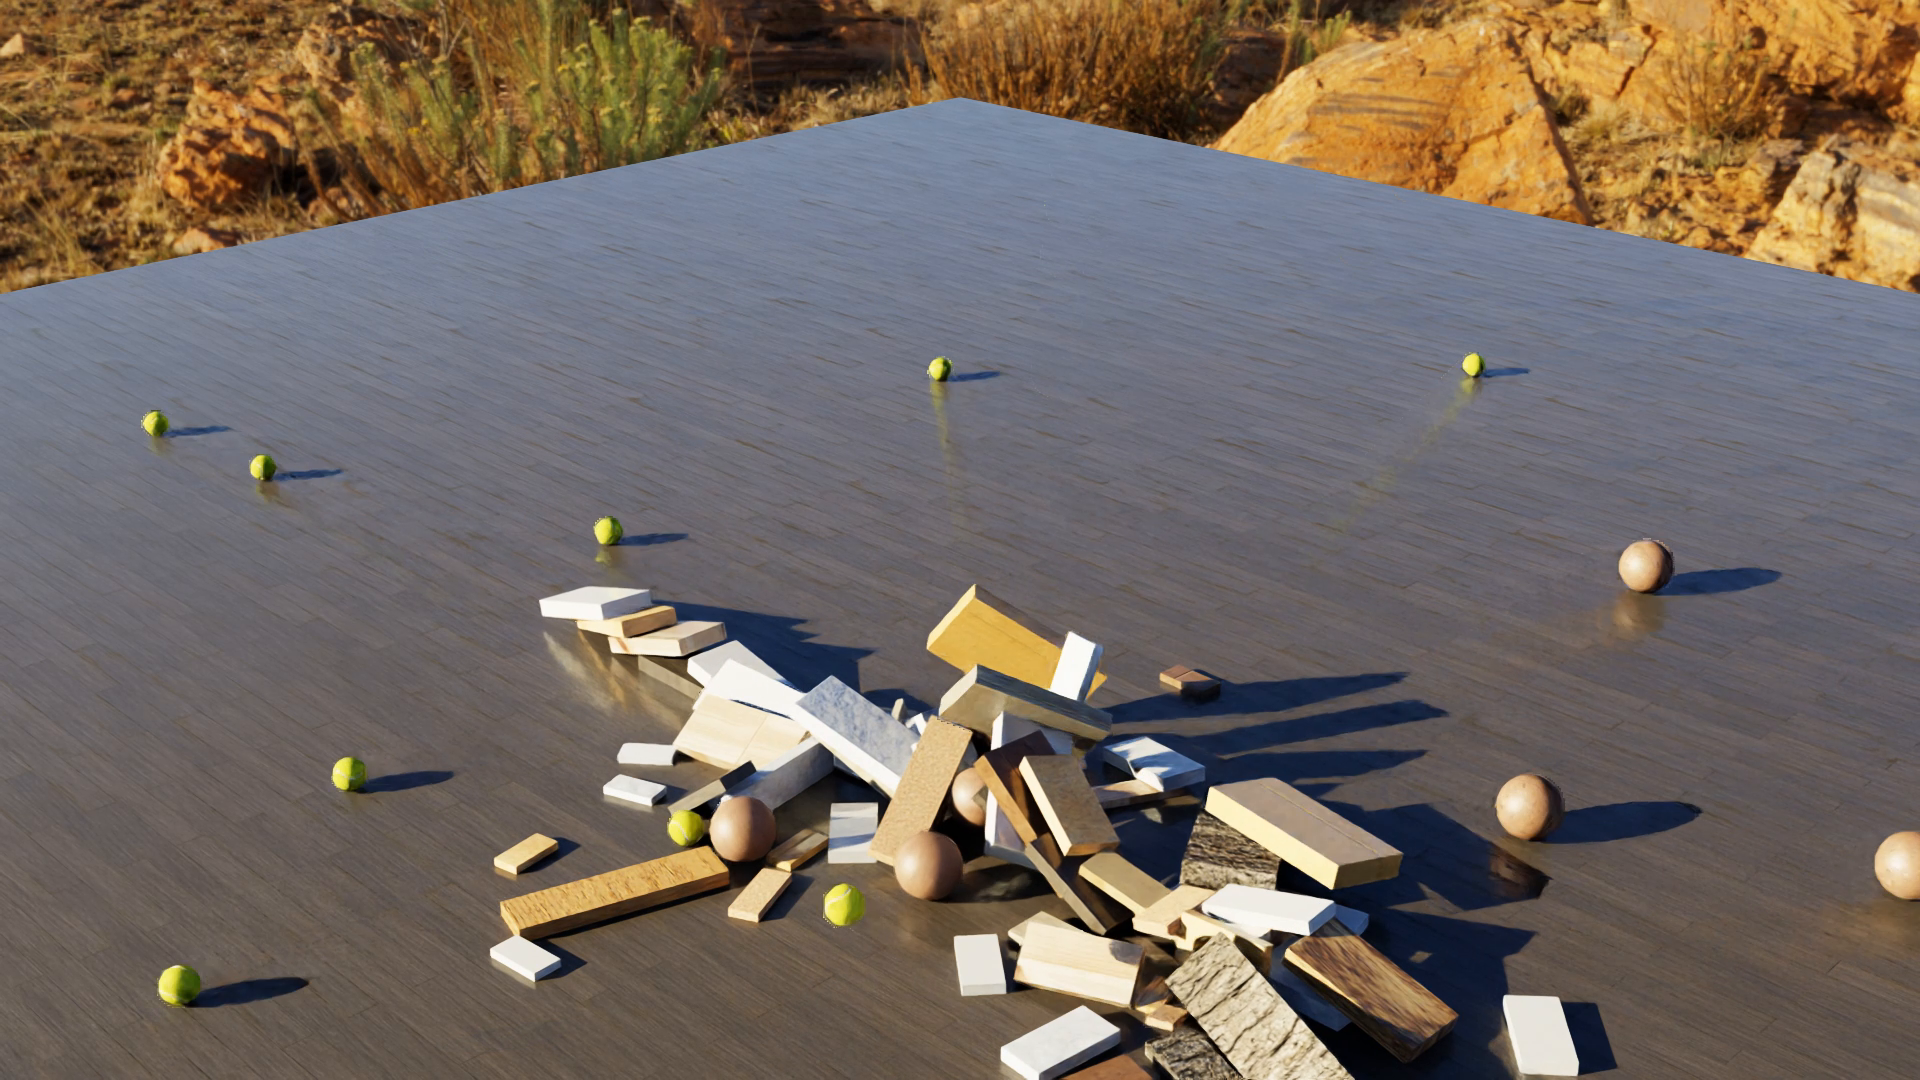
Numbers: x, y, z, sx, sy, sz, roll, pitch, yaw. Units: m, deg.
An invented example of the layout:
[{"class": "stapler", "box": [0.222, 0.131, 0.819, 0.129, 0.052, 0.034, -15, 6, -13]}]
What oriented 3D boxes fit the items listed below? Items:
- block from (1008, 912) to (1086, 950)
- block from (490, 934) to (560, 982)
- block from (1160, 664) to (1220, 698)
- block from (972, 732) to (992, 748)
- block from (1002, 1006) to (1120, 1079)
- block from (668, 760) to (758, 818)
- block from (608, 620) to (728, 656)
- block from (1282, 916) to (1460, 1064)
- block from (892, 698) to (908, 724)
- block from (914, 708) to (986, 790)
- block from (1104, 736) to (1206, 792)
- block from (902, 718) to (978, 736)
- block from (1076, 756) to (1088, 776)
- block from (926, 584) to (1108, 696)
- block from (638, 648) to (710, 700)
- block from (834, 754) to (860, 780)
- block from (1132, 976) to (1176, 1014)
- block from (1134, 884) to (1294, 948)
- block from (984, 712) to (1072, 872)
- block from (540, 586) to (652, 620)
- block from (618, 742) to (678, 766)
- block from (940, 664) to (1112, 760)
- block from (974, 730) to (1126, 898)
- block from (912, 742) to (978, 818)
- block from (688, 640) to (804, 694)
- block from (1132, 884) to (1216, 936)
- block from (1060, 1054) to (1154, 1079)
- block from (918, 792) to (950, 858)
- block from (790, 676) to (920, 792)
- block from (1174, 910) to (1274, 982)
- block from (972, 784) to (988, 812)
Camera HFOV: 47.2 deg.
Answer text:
[{"class": "block", "box": [0.187, 0.737, 3.991, 0.184, 0.026, 0.092, 21, 31, 40]}, {"class": "block", "box": [-0.783, 0.753, 3.964, 0.121, 0.017, 0.061, 18, 29, 37]}, {"class": "block", "box": [0.522, 0.320, 4.984, 0.063, 0.018, 0.126, -20, 30, -39]}, {"class": "block", "box": [-0.003, 0.422, 4.703, 0.191, 0.027, 0.095, -15, 21, -24]}, {"class": "block", "box": [0.171, 0.853, 3.716, 0.187, 0.027, 0.094, -18, 29, -36]}, {"class": "block", "box": [-0.497, 0.500, 4.407, 0.187, 0.027, 0.094, -31, -1, 43]}, {"class": "block", "box": [-0.674, 0.225, 5.067, 0.135, 0.038, 0.270, -21, 14, -42]}, {"class": "block", "box": [0.706, 0.774, 3.791, 0.138, 0.039, 0.276, -21, 47, -41]}, {"class": "block", "box": [-0.132, 0.398, 4.728, 0.016, 0.057, 0.113, -7, 30, 15]}, {"class": "block", "box": [-0.015, 0.435, 4.516, 0.095, 0.191, 0.027, -15, -13, -41]}, {"class": "block", "box": [0.404, 0.466, 4.588, 0.107, 0.030, 0.213, -12, 19, -29]}, {"class": "block", "box": [-0.018, 0.393, 4.708, 0.191, 0.027, 0.095, -12, 20, -15]}, {"class": "block", "box": [0.230, 0.463, 4.647, 0.062, 0.017, 0.123, -2, 23, -6]}, {"class": "block", "box": [0.124, 0.250, 4.725, 0.350, 0.175, 0.050, 31, 31, -16]}, {"class": "block", "box": [-0.596, 0.300, 5.006, 0.135, 0.038, 0.270, -21, 30, -40]}, {"class": "block", "box": [-0.231, 0.468, 4.615, 0.093, 0.013, 0.046, 19, 55, 40]}, {"class": "block", "box": [0.346, 0.799, 3.859, 0.048, 0.014, 0.095, 13, 26, 28]}, {"class": "block", "box": [0.471, 0.691, 4.004, 0.276, 0.039, 0.138, 4, 19, 43]}, {"class": "block", "box": [0.135, 0.494, 4.298, 0.154, 0.044, 0.309, 19, 47, -16]}, {"class": "block", "box": [-0.866, 0.150, 5.222, 0.137, 0.039, 0.274, -17, 12, -39]}, {"class": "block", "box": [-0.662, 0.454, 4.669, 0.116, 0.016, 0.058, 2, 23, 6]}, {"class": "block", "box": [0.131, 0.352, 4.407, 0.309, 0.154, 0.044, 22, 51, -19]}, {"class": "block", "box": [0.174, 0.525, 4.233, 0.154, 0.044, 0.309, -18, 66, -39]}, {"class": "block", "box": [-0.025, 0.472, 4.457, 0.082, 0.164, 0.023, -23, -9, -29]}, {"class": "block", "box": [-0.466, 0.324, 4.875, 0.135, 0.038, 0.270, -21, 43, -40]}, {"class": "block", "box": [0.392, 0.673, 3.998, 0.078, 0.022, 0.156, 4, 19, 42]}, {"class": "block", "box": [0.209, 0.911, 3.572, 0.222, 0.031, 0.111, -14, 27, -29]}, {"class": "block", "box": [-0.081, 0.560, 4.358, 0.082, 0.023, 0.164, 6, 38, 15]}, {"class": "block", "box": [-0.199, 0.395, 4.515, 0.274, 0.039, 0.137, 33, 37, 16]}, {"class": "block", "box": [0.466, 0.730, 3.893, 0.184, 0.092, 0.026, 17, 13, 42]}, {"class": "block", "box": [0.108, 0.537, 4.300, 0.164, 0.023, 0.082, 45, 45, 5]}]
